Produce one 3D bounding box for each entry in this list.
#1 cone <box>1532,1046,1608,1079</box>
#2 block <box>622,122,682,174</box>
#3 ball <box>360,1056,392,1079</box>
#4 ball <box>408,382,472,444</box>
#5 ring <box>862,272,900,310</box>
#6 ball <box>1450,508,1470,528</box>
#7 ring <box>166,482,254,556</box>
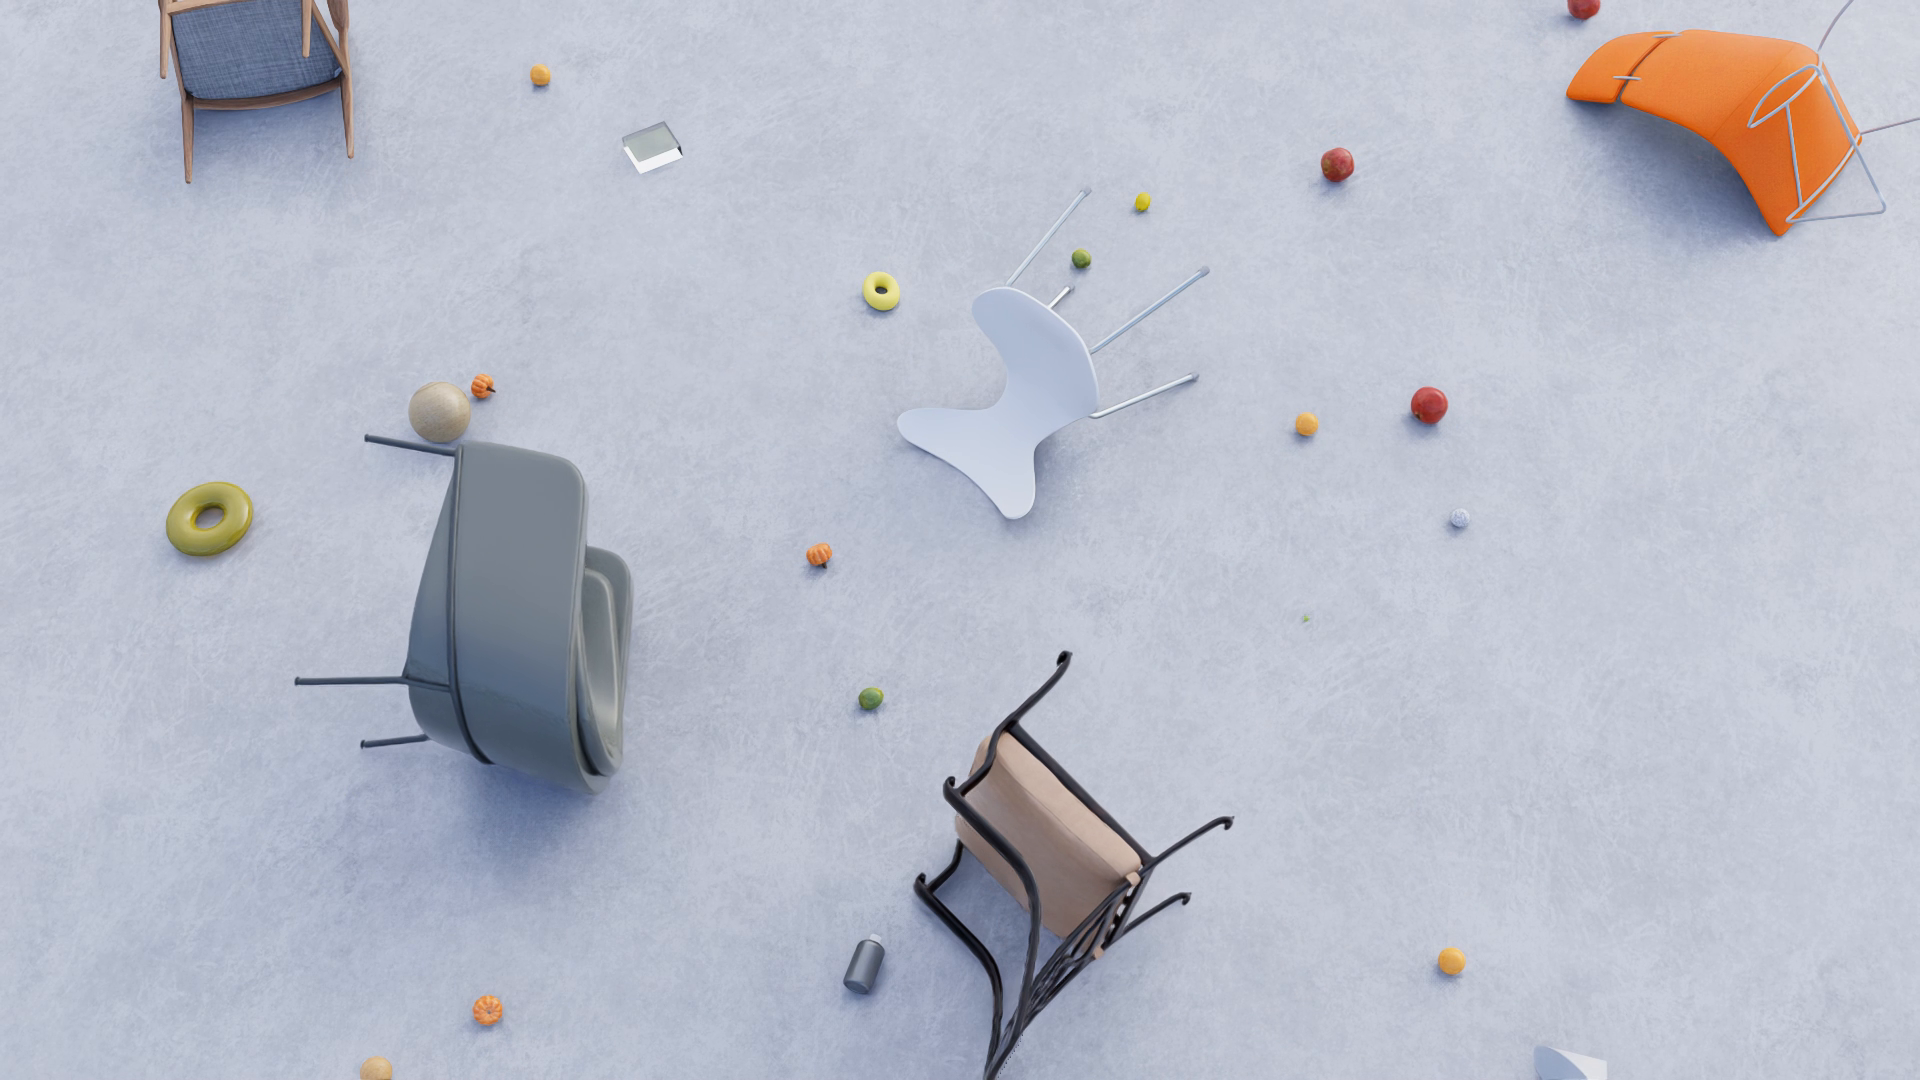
[{"bbox_3d":[1.607,1.364,5.623,0.162,0.129,0.251,-18,52,-38],"label":"cone"},{"bbox_3d":[-1.040,-1.327,7.432,0.157,0.053,0.135,-25,60,-16],"label":"block"},{"bbox_3d":[-1.490,1.359,5.613,0.082,0.082,0.082,0,56,0],"label":"ball"},{"bbox_3d":[-1.590,-0.391,6.722,0.189,0.189,0.189,0,56,0],"label":"ball"},{"bbox_3d":[-0.253,-0.802,7.080,0.117,0.054,0.150,-18,57,-10],"label":"ring"},{"bbox_3d":[1.498,-0.067,6.585,0.057,0.057,0.057,0,56,0],"label":"ball"},{"bbox_3d":[-2.244,-0.064,6.577,0.252,0.068,0.266,27,61,18],"label":"ring"}]
